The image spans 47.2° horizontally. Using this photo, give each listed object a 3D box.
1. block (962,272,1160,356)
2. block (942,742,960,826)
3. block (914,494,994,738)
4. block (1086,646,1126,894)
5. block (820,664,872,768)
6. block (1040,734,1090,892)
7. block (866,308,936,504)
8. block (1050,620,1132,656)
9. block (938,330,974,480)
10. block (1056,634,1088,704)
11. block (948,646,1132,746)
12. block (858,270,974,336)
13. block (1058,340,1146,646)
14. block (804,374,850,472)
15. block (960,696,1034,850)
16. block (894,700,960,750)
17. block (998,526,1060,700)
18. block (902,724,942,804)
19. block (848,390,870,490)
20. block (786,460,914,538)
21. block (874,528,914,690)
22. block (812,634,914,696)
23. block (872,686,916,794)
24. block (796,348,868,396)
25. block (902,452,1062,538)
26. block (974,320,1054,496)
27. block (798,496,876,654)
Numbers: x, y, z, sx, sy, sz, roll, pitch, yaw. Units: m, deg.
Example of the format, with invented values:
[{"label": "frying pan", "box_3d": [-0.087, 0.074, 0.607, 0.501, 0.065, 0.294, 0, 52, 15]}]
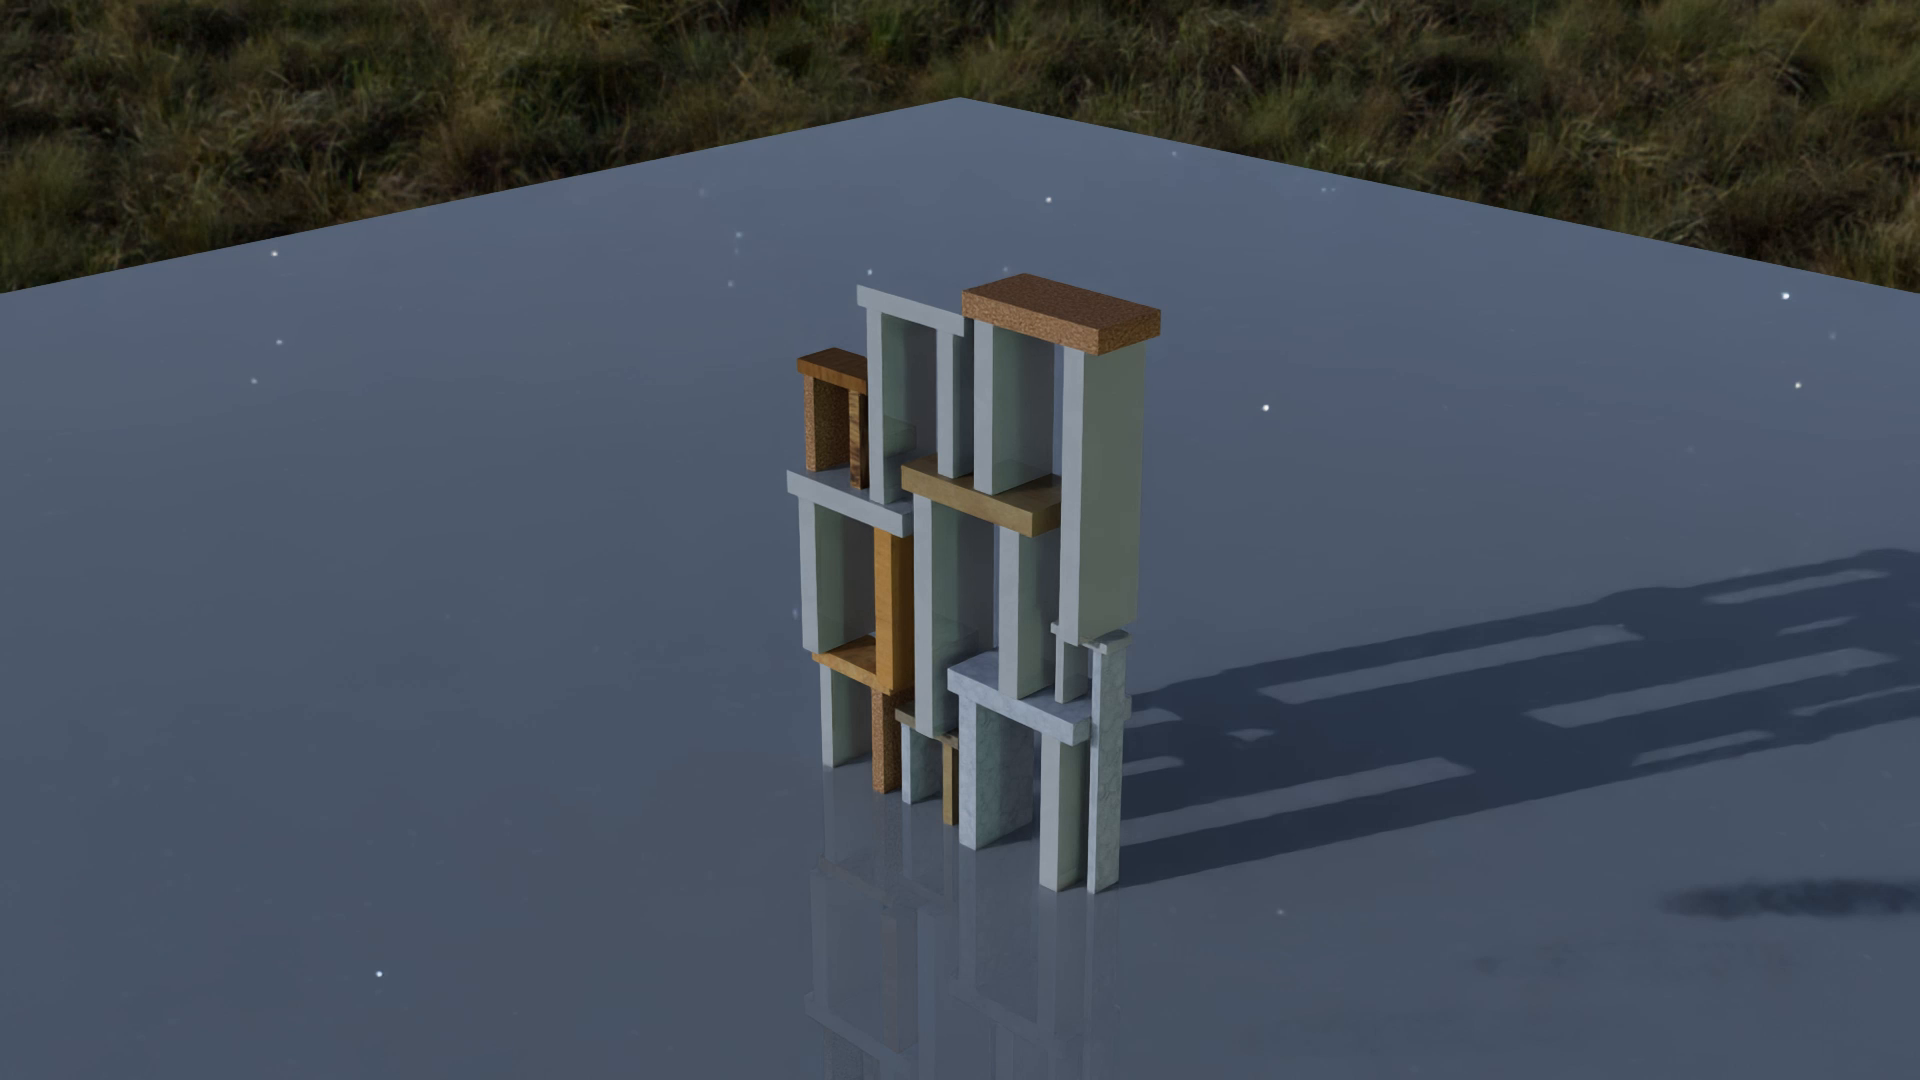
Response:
[{"label": "block", "box_3d": [0.176, -0.400, 3.868, 0.325, 0.046, 0.162, 21, 31, 41]}, {"label": "block", "box_3d": [0.007, 0.475, 4.411, 0.025, 0.180, 0.090, 21, 31, 41]}, {"label": "block", "box_3d": [-0.011, 0.127, 4.287, 0.048, 0.506, 0.170, 21, 31, 41]}, {"label": "block", "box_3d": [0.273, 0.426, 4.104, 0.019, 0.509, 0.068, 21, 31, 41]}, {"label": "block", "box_3d": [-0.237, 0.351, 4.632, 0.033, 0.235, 0.117, 21, 31, 40]}, {"label": "block", "box_3d": [0.226, 0.492, 4.185, 0.046, 0.326, 0.163, 21, 31, 41]}, {"label": "block", "box_3d": [-0.111, -0.271, 4.230, 0.141, 0.388, 0.040, -21, 31, -40]}, {"label": "block", "box_3d": [0.240, 0.171, 4.031, 0.137, 0.019, 0.068, 21, 31, 41]}, {"label": "block", "box_3d": [0.023, -0.268, 4.087, 0.040, 0.282, 0.141, 21, 31, 41]}, {"label": "block", "box_3d": [0.208, 0.230, 4.091, 0.068, 0.137, 0.019, -21, 31, -41]}, {"label": "block", "box_3d": [0.149, 0.290, 4.183, 0.326, 0.046, 0.163, 21, 31, 41]}, {"label": "block", "box_3d": [-0.044, -0.442, 4.085, 0.282, 0.040, 0.141, 21, 31, 40]}, {"label": "block", "box_3d": [0.252, -0.093, 3.915, 0.162, 0.556, 0.046, -21, 31, -41]}, {"label": "block", "box_3d": [-0.264, -0.246, 4.411, 0.100, 0.201, 0.028, -21, 31, -40]}, {"label": "block", "box_3d": [0.072, 0.432, 4.326, 0.046, 0.326, 0.163, 21, 31, 41]}, {"label": "block", "box_3d": [-0.036, 0.364, 4.410, 0.180, 0.026, 0.090, 21, 31, 41]}, {"label": "block", "box_3d": [0.149, 0.113, 4.107, 0.048, 0.339, 0.170, 21, 31, 41]}, {"label": "block", "box_3d": [-0.078, 0.442, 4.490, 0.025, 0.180, 0.090, 21, 31, 41]}, {"label": "block", "box_3d": [-0.170, -0.209, 4.323, 0.100, 0.201, 0.028, -21, 31, -40]}, {"label": "block", "box_3d": [-0.169, -0.096, 4.374, 0.169, 0.048, 0.338, -21, 31, -40]}, {"label": "block", "box_3d": [-0.090, 0.113, 4.375, 0.169, 0.337, 0.048, -21, 31, -40]}, {"label": "block", "box_3d": [-0.182, 0.250, 4.529, 0.117, 0.033, 0.235, -21, 31, -41]}, {"label": "block", "box_3d": [-0.127, 0.394, 4.530, 0.033, 0.235, 0.117, 21, 31, 41]}, {"label": "block", "box_3d": [-0.216, -0.333, 4.322, 0.201, 0.028, 0.100, 21, 31, 40]}, {"label": "block", "box_3d": [0.069, -0.096, 4.105, 0.339, 0.048, 0.170, 21, 31, 41]}, {"label": "block", "box_3d": [0.099, -0.259, 4.011, 0.046, 0.325, 0.162, 21, 31, 41]}, {"label": "block", "box_3d": [-0.248, 0.051, 4.523, 0.048, 0.337, 0.169, 21, 31, 41]}]
